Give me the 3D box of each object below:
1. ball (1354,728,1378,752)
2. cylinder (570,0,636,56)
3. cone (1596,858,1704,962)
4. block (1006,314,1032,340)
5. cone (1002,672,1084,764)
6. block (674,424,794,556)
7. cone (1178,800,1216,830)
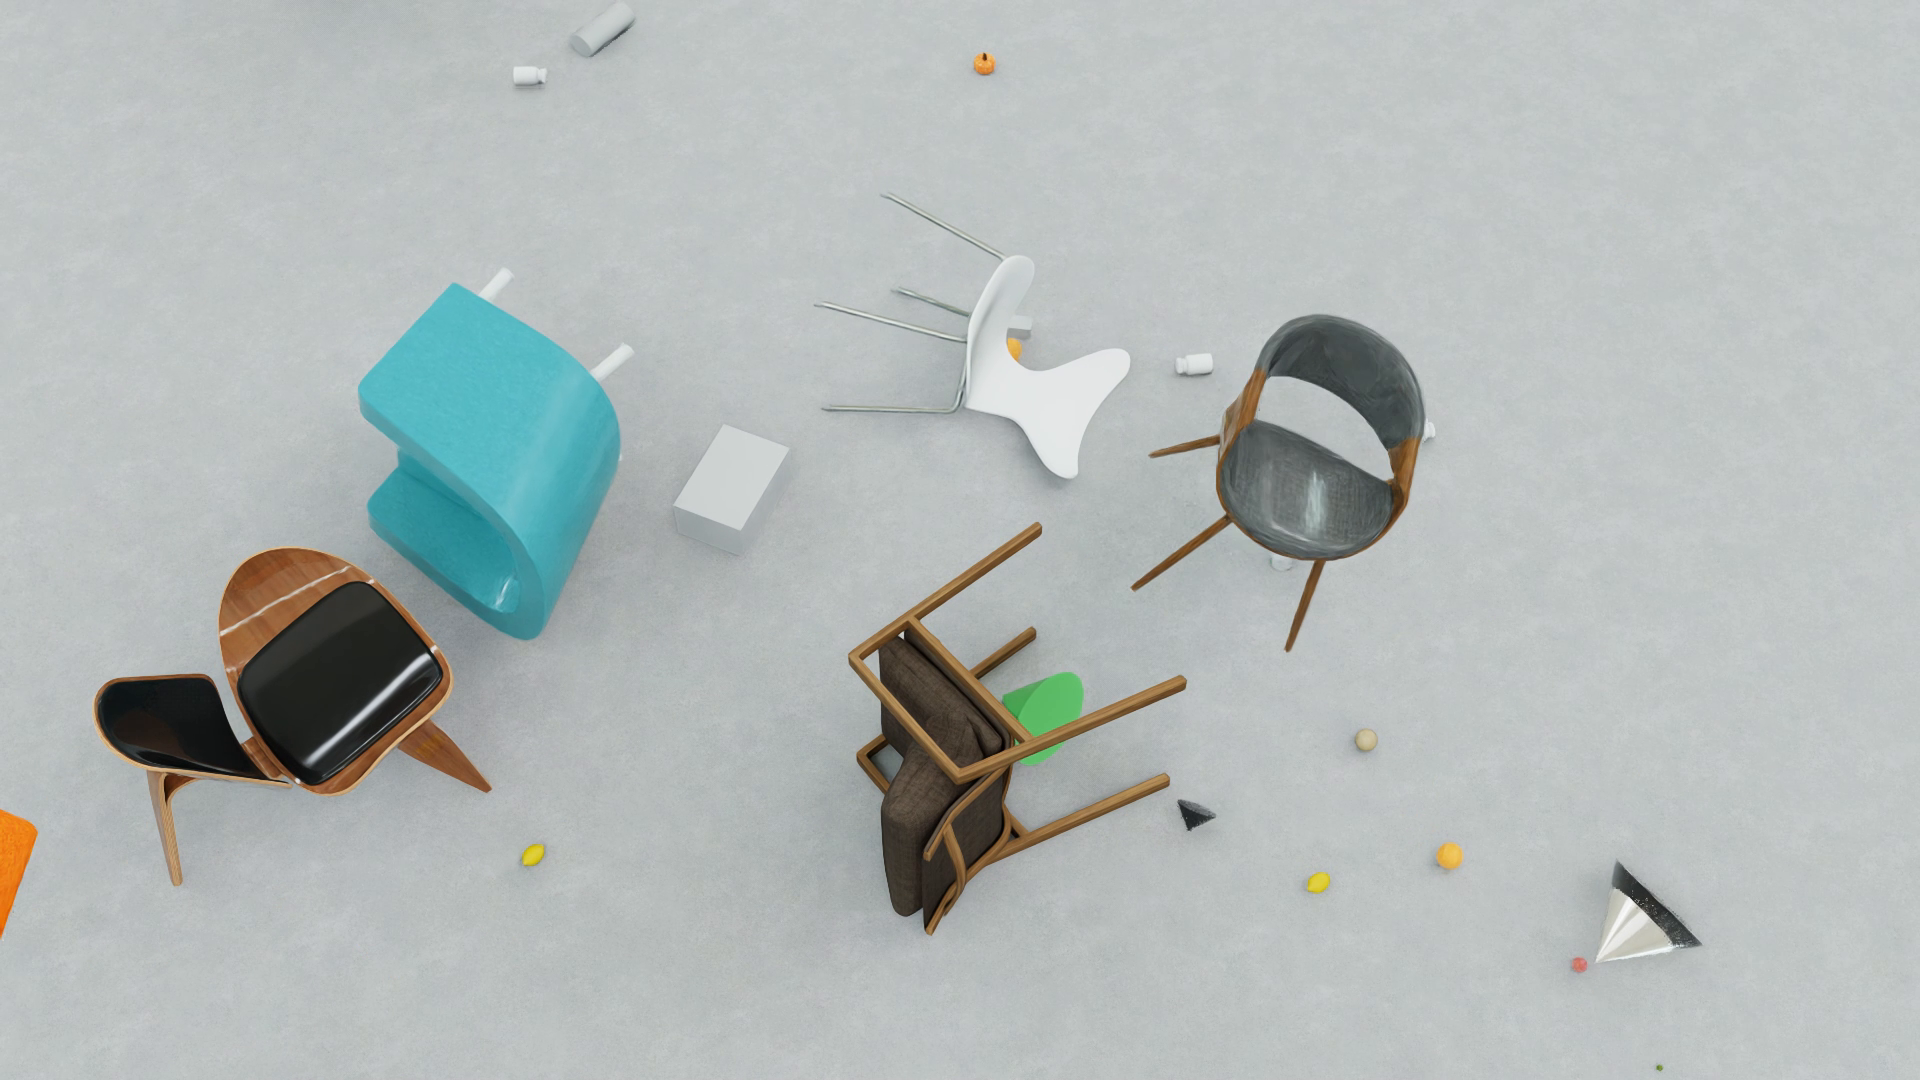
[{"bbox_3d":[1.138,0.560,6.159,0.064,0.064,0.064,0,56,0],"label":"ball"},{"bbox_3d":[-1.255,-1.799,7.729,0.109,0.085,0.219,27,59,34],"label":"cylinder"},{"bbox_3d":[1.764,1.036,5.808,0.234,0.267,0.312,-46,67,7],"label":"cone"},{"bbox_3d":[0.188,-0.678,7.000,0.080,0.048,0.054,7,56,5],"label":"block"},{"bbox_3d":[0.184,0.470,6.199,0.207,0.213,0.291,23,75,49],"label":"cone"},{"bbox_3d":[-0.676,-0.149,6.587,0.223,0.144,0.326,20,58,13],"label":"block"},{"bbox_3d":[0.638,0.767,6.034,0.119,0.107,0.067,25,99,37],"label":"cone"}]
